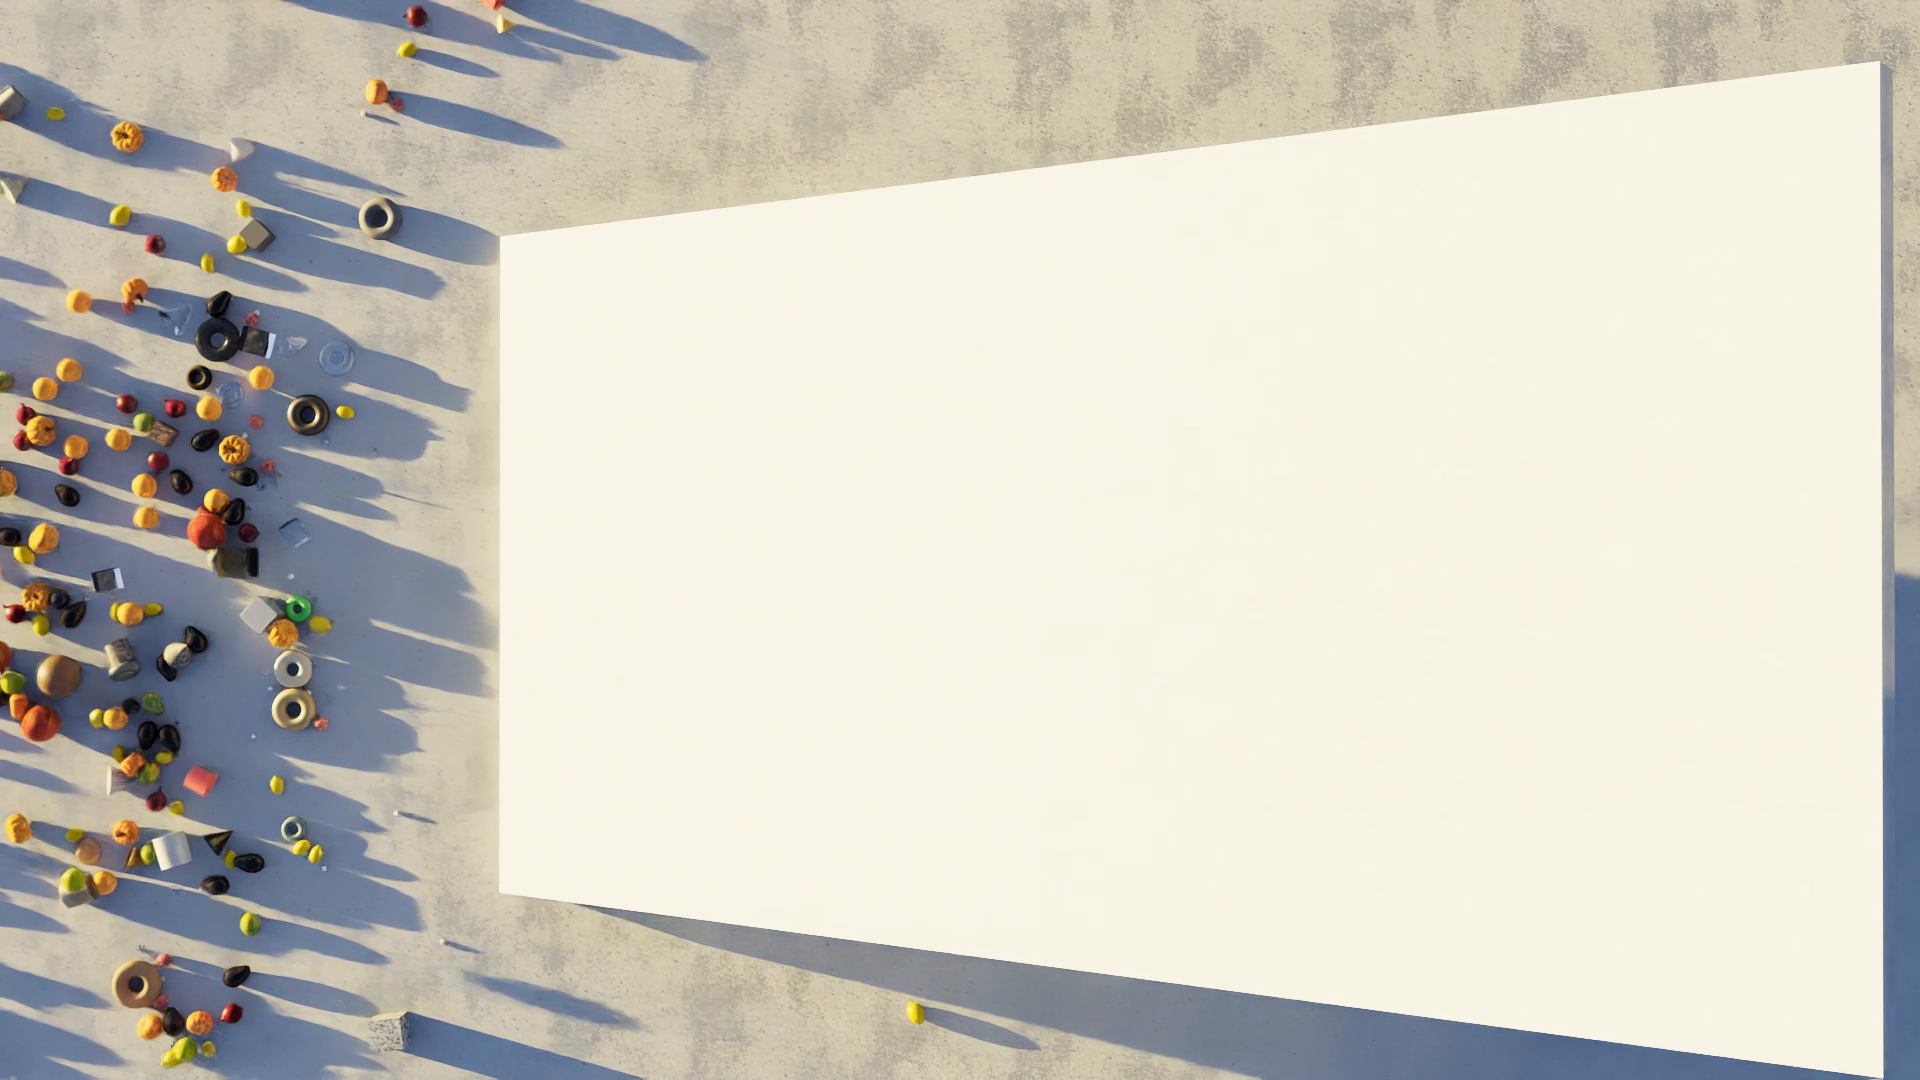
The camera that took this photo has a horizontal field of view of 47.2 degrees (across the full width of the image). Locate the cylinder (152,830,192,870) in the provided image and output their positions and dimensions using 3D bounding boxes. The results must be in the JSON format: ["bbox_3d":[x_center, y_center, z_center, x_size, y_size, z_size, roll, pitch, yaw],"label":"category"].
[{"bbox_3d":[-2.409,0.949,6.730,0.097,0.097,0.097,-17,90,0],"label":"cylinder"}]

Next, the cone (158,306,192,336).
[{"bbox_3d":[-2.397,-0.694,6.769,0.095,0.095,0.095,43,63,0],"label":"cone"}]

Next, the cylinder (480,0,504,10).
[{"bbox_3d":[-1.444,-1.684,6.757,0.082,0.082,0.082,32,90,0],"label":"cylinder"}]

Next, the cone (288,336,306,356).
[{"bbox_3d":[-2.048,-0.590,6.777,0.057,0.057,0.057,22,116,0],"label":"cone"}]

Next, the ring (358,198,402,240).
[{"bbox_3d":[-1.784,-0.989,6.771,0.133,0.044,0.133,0,90,-1],"label":"ring"}]

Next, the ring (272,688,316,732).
[{"bbox_3d":[-2.047,0.521,6.760,0.134,0.045,0.134,0,90,-1],"label":"ring"}]

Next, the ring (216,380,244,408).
[{"bbox_3d":[-2.246,-0.448,6.774,0.087,0.029,0.087,0,89,-1],"label":"ring"}]

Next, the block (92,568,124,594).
[{"bbox_3d":[-2.617,0.125,6.752,0.064,0.064,0.064,-14,90,0],"label":"block"}]

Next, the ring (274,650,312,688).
[{"bbox_3d":[-2.050,0.398,6.763,0.117,0.039,0.117,0,90,1],"label":"ring"}]

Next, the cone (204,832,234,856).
[{"bbox_3d":[-2.267,0.916,6.760,0.081,0.081,0.081,-31,90,-32],"label":"cone"}]

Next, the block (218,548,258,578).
[{"bbox_3d":[-2.212,0.069,6.735,0.090,0.090,0.090,0,90,6],"label":"block"}]

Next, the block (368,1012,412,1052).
[{"bbox_3d":[-1.744,1.505,6.726,0.096,0.096,0.096,-7,90,0],"label":"block"}]

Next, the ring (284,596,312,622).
[{"bbox_3d":[-2.039,0.212,6.770,0.083,0.028,0.083,0,90,-1],"label":"ring"}]

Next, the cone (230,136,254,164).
[{"bbox_3d":[-2.228,-1.189,6.776,0.077,0.077,0.077,39,116,0],"label":"cone"}]

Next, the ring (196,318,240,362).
[{"bbox_3d":[-2.284,-0.616,6.767,0.139,0.046,0.139,0,89,1],"label":"ring"}]

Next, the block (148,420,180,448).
[{"bbox_3d":[-2.447,-0.326,6.759,0.058,0.058,0.058,30,90,0],"label":"block"}]

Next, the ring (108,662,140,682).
[{"bbox_3d":[-2.560,0.402,6.737,0.094,0.094,0.031,-27,72,0],"label":"ring"}]

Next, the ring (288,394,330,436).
[{"bbox_3d":[-2.005,-0.385,6.767,0.129,0.043,0.129,0,90,-1],"label":"ring"}]

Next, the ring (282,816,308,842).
[{"bbox_3d":[-2.048,0.890,6.766,0.080,0.027,0.080,0,91,0],"label":"ring"}]

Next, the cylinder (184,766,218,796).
[{"bbox_3d":[-2.329,0.737,6.745,0.069,0.069,0.069,28,90,0],"label":"cylinder"}]

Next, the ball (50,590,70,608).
[{"bbox_3d":[-2.764,0.181,6.754,0.060,0.060,0.060,0,90,0],"label":"ball"}]

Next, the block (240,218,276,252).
[{"bbox_3d":[-2.159,-0.936,6.758,0.068,0.068,0.068,-45,90,0],"label":"block"}]

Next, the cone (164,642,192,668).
[{"bbox_3d":[-2.376,0.337,6.721,0.087,0.087,0.087,19,55,-29],"label":"cone"}]

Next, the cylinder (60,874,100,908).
[{"bbox_3d":[-2.697,1.075,6.735,0.085,0.085,0.085,-19,90,0],"label":"cylinder"}]

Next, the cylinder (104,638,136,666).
[{"bbox_3d":[-2.577,0.347,6.748,0.070,0.070,0.070,-24,90,0],"label":"cylinder"}]

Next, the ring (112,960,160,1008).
[{"bbox_3d":[-2.527,1.365,6.751,0.149,0.050,0.149,0,88,-1],"label":"ring"}]

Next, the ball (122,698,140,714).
[{"bbox_3d":[-2.544,0.511,6.755,0.052,0.052,0.052,0,90,0],"label":"ball"}]

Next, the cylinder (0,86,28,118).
[{"bbox_3d":[-2.915,-1.347,6.761,0.069,0.069,0.069,-44,90,0],"label":"cylinder"}]

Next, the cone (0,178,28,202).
[{"bbox_3d":[-2.903,-1.095,6.775,0.082,0.082,0.082,-40,90,-27],"label":"cone"}]

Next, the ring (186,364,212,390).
[{"bbox_3d":[-2.345,-0.500,6.776,0.080,0.027,0.080,0,91,1],"label":"ring"}]

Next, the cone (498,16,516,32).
[{"bbox_3d":[-1.393,-1.592,6.785,0.054,0.054,0.054,-8,90,-27],"label":"cone"}]

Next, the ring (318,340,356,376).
[{"bbox_3d":[-1.918,-0.558,6.771,0.113,0.038,0.113,0,91,0],"label":"ring"}]

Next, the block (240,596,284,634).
[{"bbox_3d":[-2.138,0.229,6.742,0.083,0.083,0.083,43,90,0],"label":"block"}]

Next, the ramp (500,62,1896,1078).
[{"bbox_3d":[0.235,0.066,5.554,4.000,0.100,2.000,0,89,37],"label":"ramp"}]

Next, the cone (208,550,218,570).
[{"bbox_3d":[-2.288,0.061,6.751,0.068,0.068,0.068,0,90,0],"label":"cone"}]

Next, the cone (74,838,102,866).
[{"bbox_3d":[-2.687,0.959,6.735,0.087,0.087,0.087,0,90,0],"label":"cone"}]

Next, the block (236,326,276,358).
[{"bbox_3d":[-2.159,-0.608,6.750,0.078,0.078,0.078,15,90,0],"label":"block"}]
